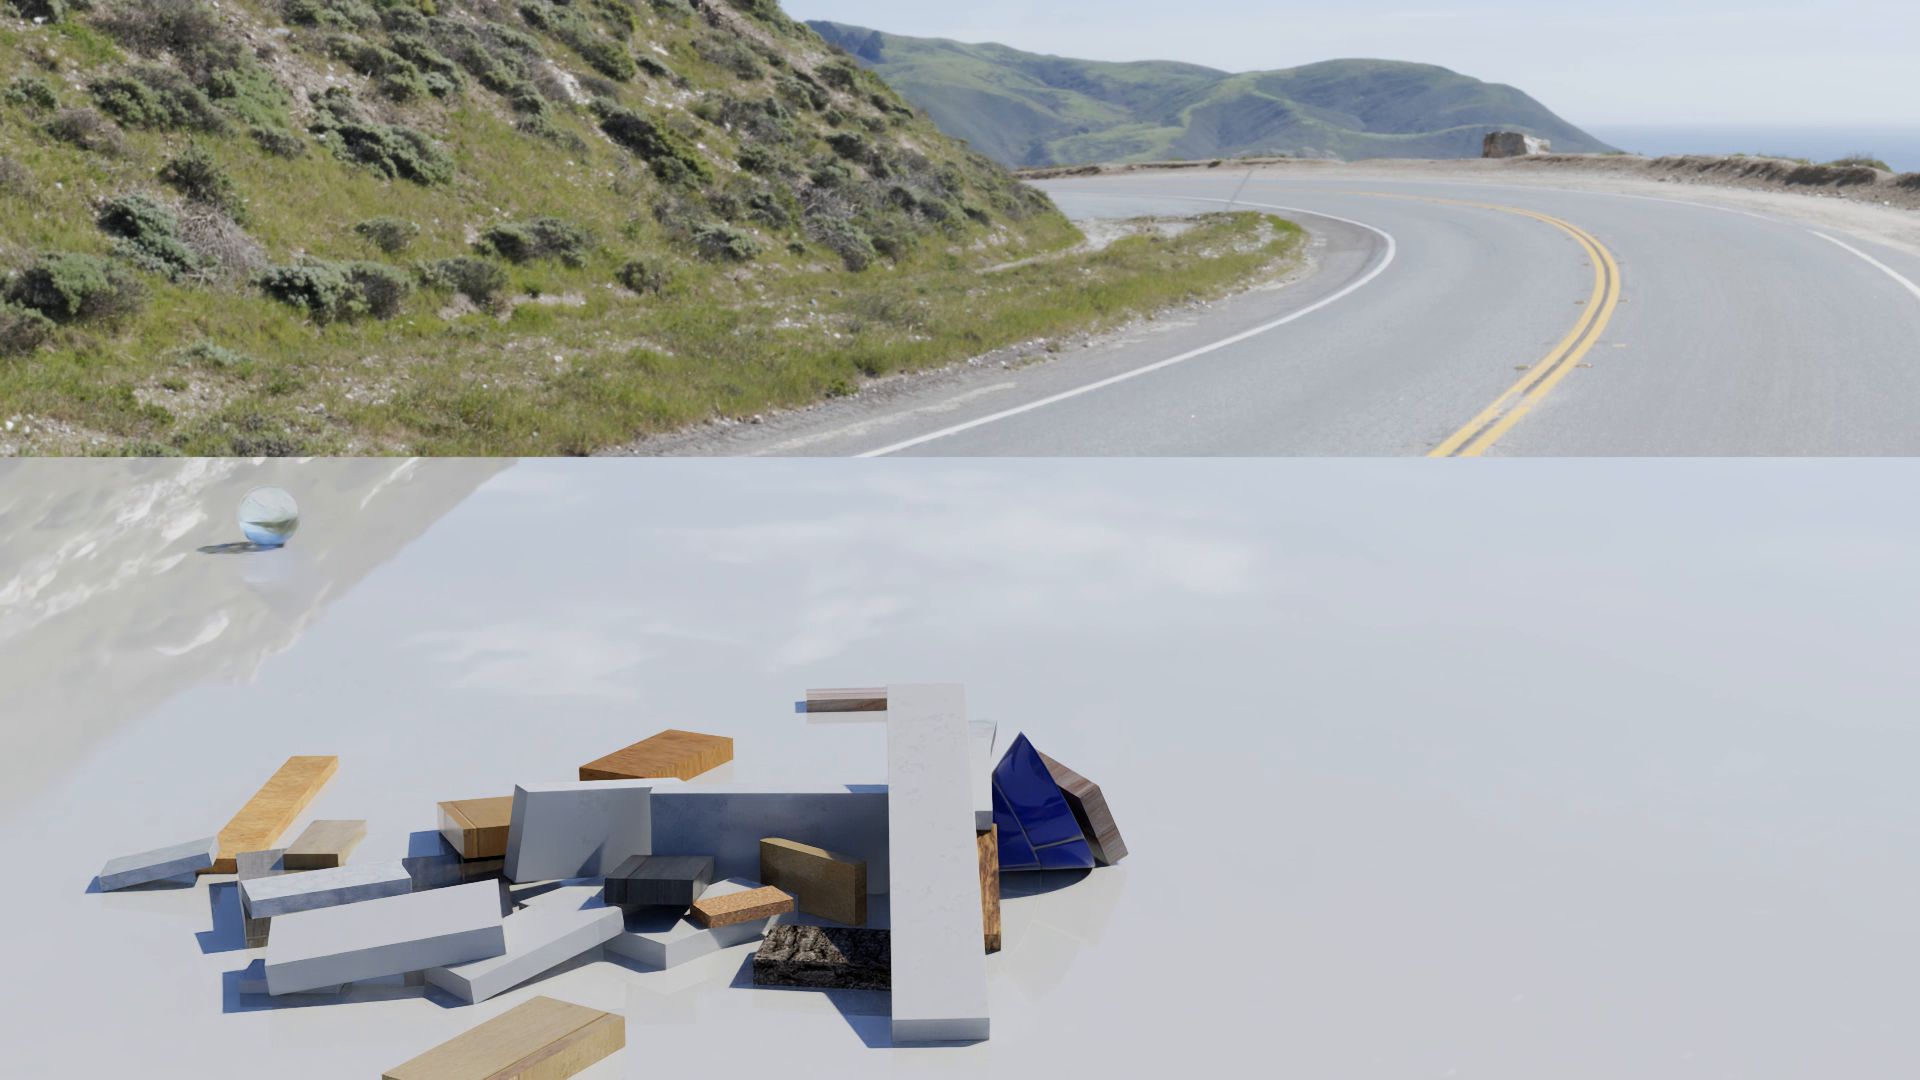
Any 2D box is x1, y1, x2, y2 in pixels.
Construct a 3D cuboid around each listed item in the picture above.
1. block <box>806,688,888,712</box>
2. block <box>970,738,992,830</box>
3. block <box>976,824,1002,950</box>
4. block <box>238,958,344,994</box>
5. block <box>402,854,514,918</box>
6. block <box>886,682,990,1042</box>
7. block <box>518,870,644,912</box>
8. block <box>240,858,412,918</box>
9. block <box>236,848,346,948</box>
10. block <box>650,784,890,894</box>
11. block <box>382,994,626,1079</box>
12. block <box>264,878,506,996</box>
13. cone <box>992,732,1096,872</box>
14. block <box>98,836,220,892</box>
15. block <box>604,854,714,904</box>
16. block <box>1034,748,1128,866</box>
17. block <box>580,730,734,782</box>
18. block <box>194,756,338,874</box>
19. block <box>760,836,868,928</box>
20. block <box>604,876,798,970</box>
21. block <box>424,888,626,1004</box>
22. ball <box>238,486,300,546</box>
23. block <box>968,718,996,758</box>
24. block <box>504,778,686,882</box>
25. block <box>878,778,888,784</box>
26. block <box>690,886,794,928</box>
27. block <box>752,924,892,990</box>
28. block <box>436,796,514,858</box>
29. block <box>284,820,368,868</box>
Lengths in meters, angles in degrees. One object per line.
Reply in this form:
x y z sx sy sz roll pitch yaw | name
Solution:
-0.243 0.353 4.871 0.194 0.027 0.097 -1 11 -5 | block
-0.011 0.406 3.688 0.125 0.035 0.250 0 23 0 | block
-0.001 0.551 3.505 0.125 0.035 0.250 0 35 -1 | block
-0.990 0.650 3.278 0.146 0.021 0.073 0 14 0 | block
-0.816 0.585 3.562 0.170 0.048 0.339 -3 11 -14 | block
-0.043 0.475 3.457 0.136 0.039 0.886 -1 28 -2 | block
-0.605 0.589 3.592 0.103 0.029 0.206 9 14 40 | block
-1.011 0.556 3.511 0.247 0.029 0.103 -5 12 -26 | block
-1.089 0.578 3.601 0.170 0.048 0.339 -4 11 -20 | block
-0.308 0.500 3.679 0.410 0.174 0.049 0 11 0 | block
-0.609 0.699 2.960 0.154 0.044 0.309 6 12 29 | block
-0.859 0.593 3.299 0.339 0.048 0.170 -8 17 -12 | block
0.051 0.510 3.777 0.266 0.266 0.266 -28 15 -6 | cone
-1.357 0.549 3.731 0.182 0.026 0.091 -12 12 -8 | block
-0.478 0.543 3.521 0.136 0.039 0.273 1 -1 0 | block
0.191 0.469 3.917 0.041 0.144 0.287 -30 20 -16 | block
-0.597 0.441 4.351 0.154 0.044 0.309 5 12 26 | block
-1.277 0.501 4.079 0.091 0.026 0.632 0 11 -2 | block
-0.239 0.555 3.577 0.206 0.103 0.029 8 13 37 | block
-0.408 0.604 3.483 0.144 0.041 0.287 9 14 39 | block
-0.661 0.612 3.333 0.273 0.039 0.136 -21 22 -41 | block
-2.115 -0.073 6.733 0.185 0.185 0.185 0 11 0 | ball
0.012 0.435 4.427 0.097 0.027 0.482 1 11 4 | block
-0.607 0.484 3.688 0.309 0.154 0.044 3 11 -39 | block
-0.100 0.469 4.128 0.097 0.027 0.194 5 16 27 | block
-0.343 0.577 3.460 0.146 0.021 0.073 -7 12 -32 | block
-0.157 0.633 3.327 0.287 0.041 0.144 1 11 7 | block
-0.808 0.500 3.864 0.174 0.049 0.347 -3 2 -20 | block
-1.077 0.516 3.735 0.091 0.026 0.182 0 11 0 | block
